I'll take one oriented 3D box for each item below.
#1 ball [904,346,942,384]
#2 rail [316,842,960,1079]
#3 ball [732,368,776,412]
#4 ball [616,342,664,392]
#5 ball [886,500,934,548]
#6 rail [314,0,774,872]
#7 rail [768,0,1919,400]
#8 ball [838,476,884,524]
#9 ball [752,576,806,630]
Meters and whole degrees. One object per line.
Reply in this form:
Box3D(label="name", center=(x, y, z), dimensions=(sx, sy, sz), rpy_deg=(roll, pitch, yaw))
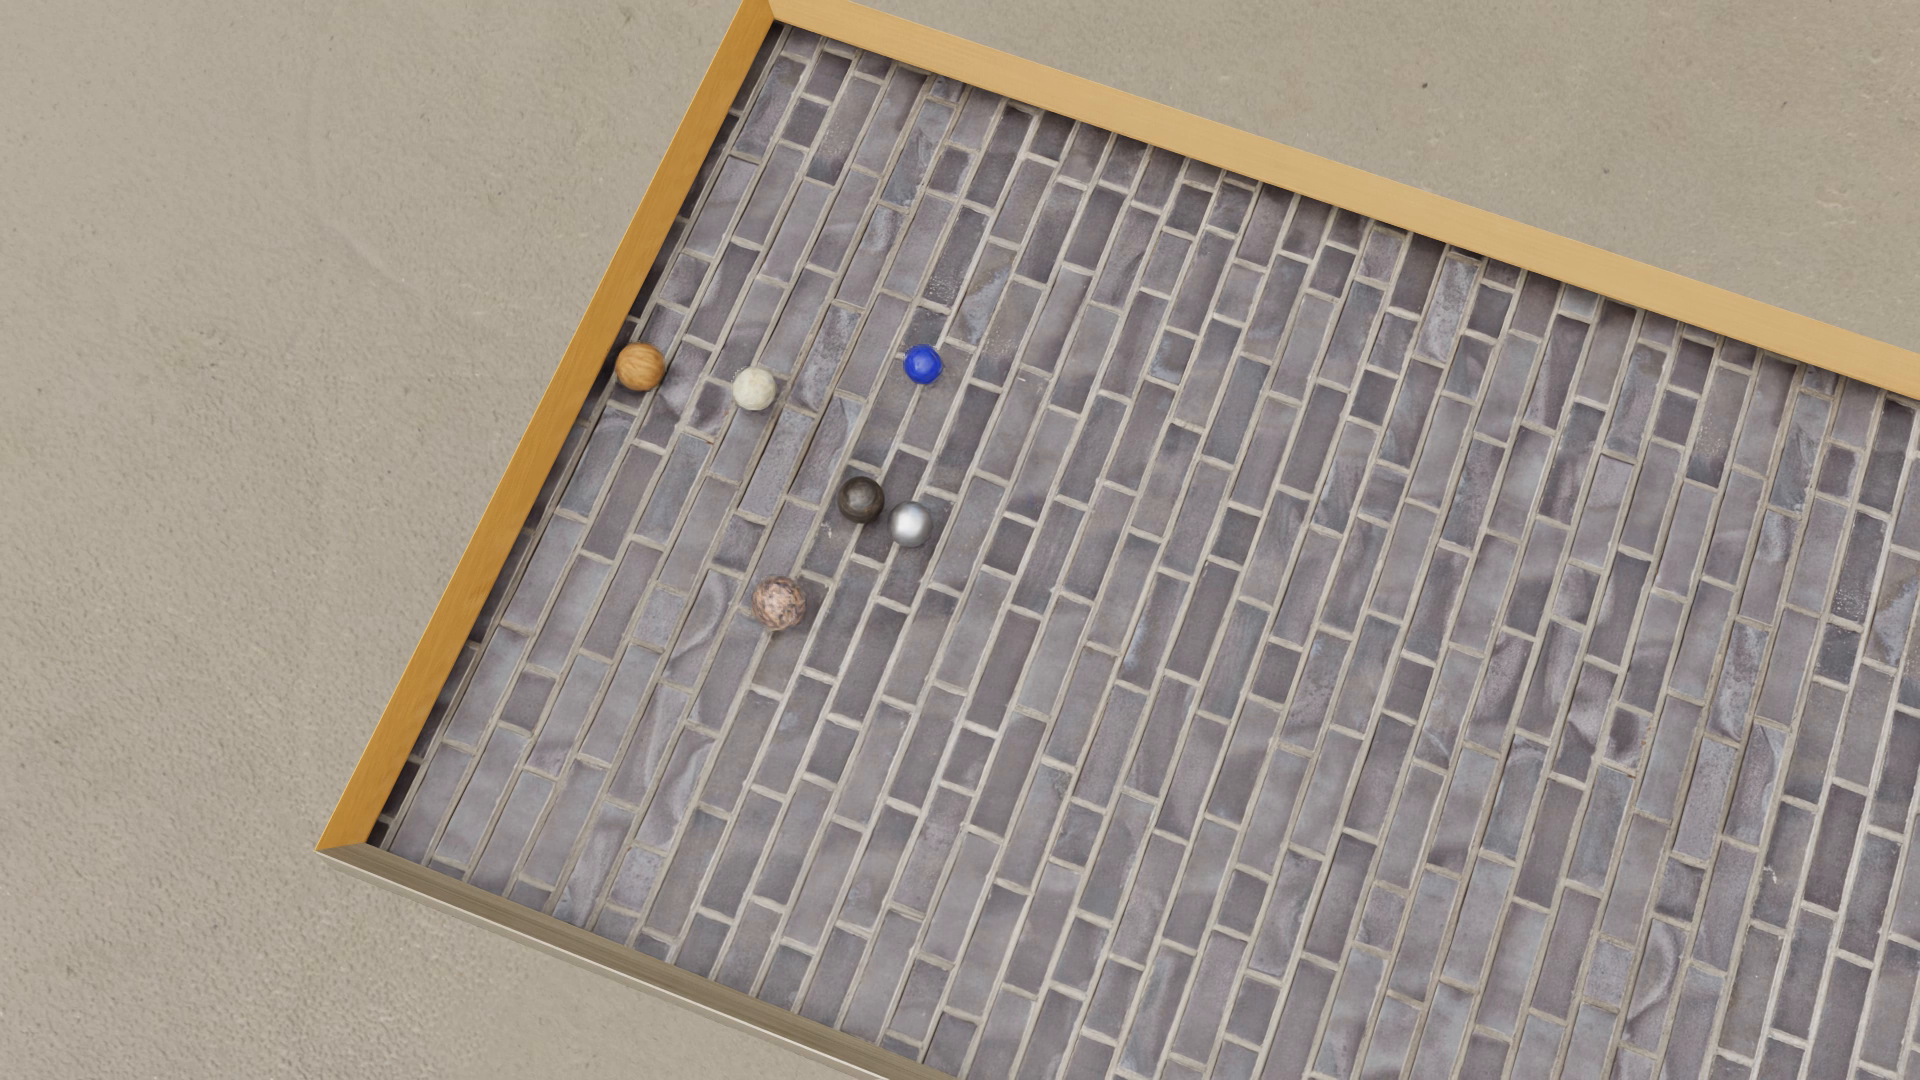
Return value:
Box3D(label="ball", center=(-0.060, -0.284, 3.586), dimensions=(0.062, 0.062, 0.062), rpy_deg=(0, 69, 0))
Box3D(label="rail", center=(0.356, 0.923, 3.089), dimensions=(2.774, 0.110, 0.045), rpy_deg=(20, 70, 8))
Box3D(label="ball", center=(-0.333, -0.244, 3.565), dimensions=(0.071, 0.071, 0.071), rpy_deg=(0, 69, 0))
Box3D(label="ball", center=(-0.521, -0.281, 3.575), dimensions=(0.079, 0.079, 0.079), rpy_deg=(0, 69, 0))
Box3D(label="ball", center=(-0.079, -0.025, 3.478), dimensions=(0.074, 0.074, 0.074), rpy_deg=(0, 69, 0))
Box3D(label="rail", center=(-0.624, -0.233, 3.539), dimensions=(0.045, 0.110, 1.650), rpy_deg=(20, 70, 8))
Box3D(label="rail", center=(0.937, -0.469, 3.631), dimensions=(2.774, 0.110, 0.045), rpy_deg=(20, 70, 8))
Box3D(label="ball", center=(-0.157, -0.064, 3.492), dimensions=(0.076, 0.076, 0.076), rpy_deg=(0, 69, 0))
Box3D(label="ball", center=(-0.282, 0.098, 3.424), dimensions=(0.084, 0.084, 0.084), rpy_deg=(0, 69, 0))
